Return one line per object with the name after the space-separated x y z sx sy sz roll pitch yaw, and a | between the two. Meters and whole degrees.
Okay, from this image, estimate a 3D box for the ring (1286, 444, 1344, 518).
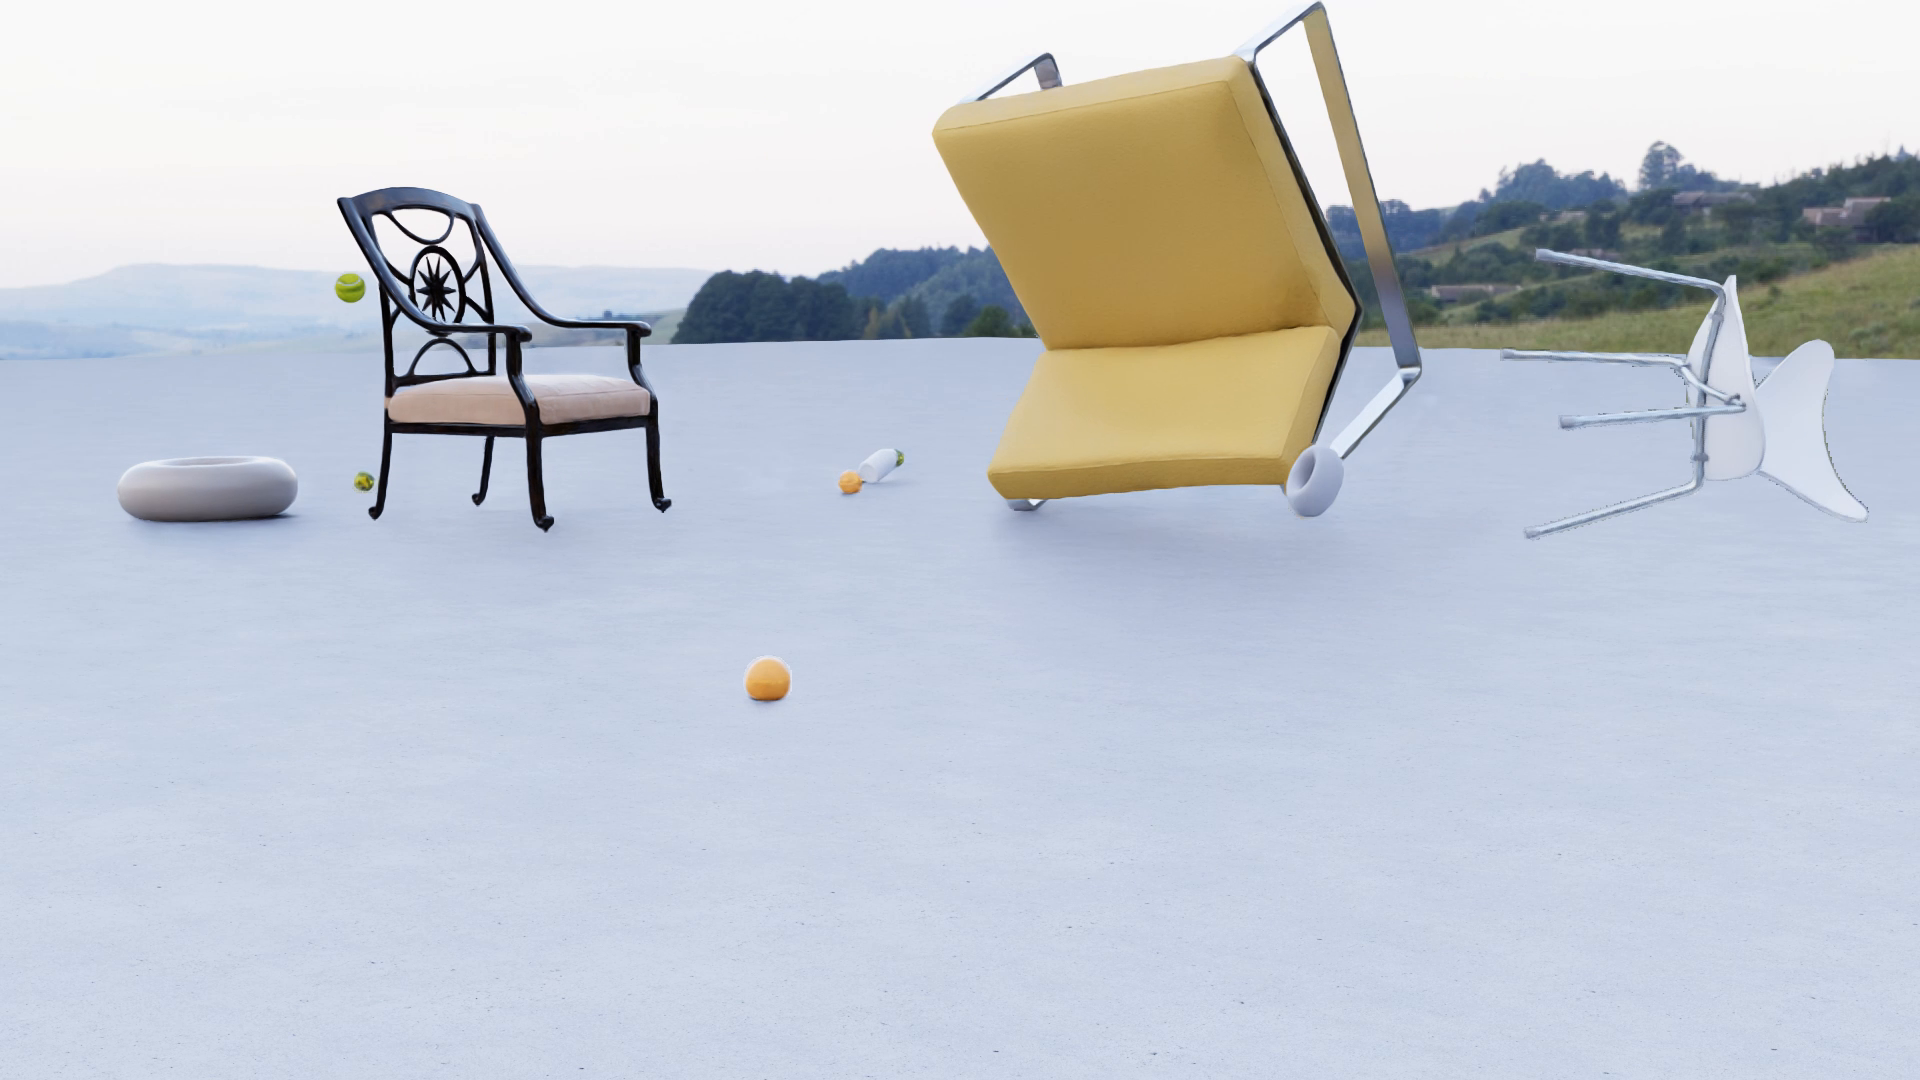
0.698 -0.117 5.046 0.078 0.150 0.094 35 -19 -33 | ring

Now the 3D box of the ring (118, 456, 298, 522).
-2.058 -0.140 7.032 0.479 0.154 0.385 -3 8 -21 | ring

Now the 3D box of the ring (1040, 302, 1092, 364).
0.359 -0.701 8.654 0.090 0.231 0.253 -36 -26 2 | ring
